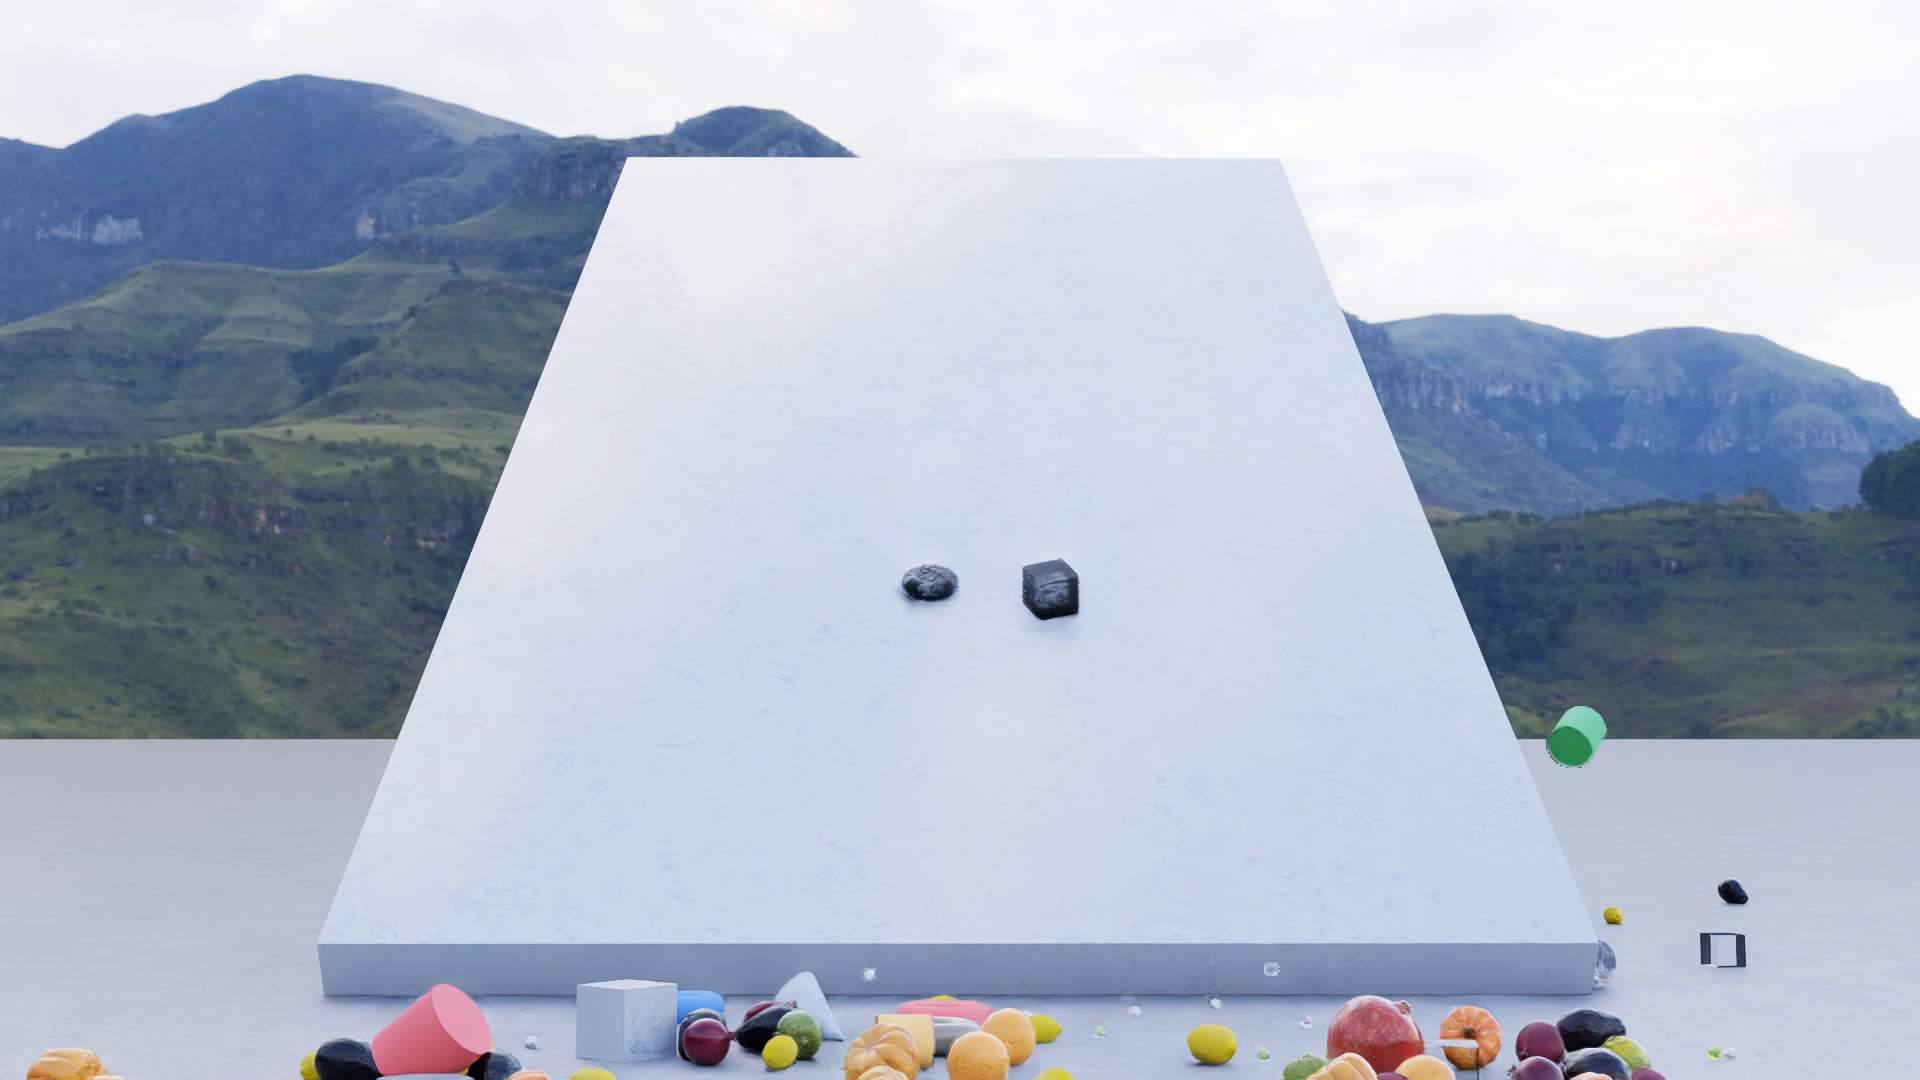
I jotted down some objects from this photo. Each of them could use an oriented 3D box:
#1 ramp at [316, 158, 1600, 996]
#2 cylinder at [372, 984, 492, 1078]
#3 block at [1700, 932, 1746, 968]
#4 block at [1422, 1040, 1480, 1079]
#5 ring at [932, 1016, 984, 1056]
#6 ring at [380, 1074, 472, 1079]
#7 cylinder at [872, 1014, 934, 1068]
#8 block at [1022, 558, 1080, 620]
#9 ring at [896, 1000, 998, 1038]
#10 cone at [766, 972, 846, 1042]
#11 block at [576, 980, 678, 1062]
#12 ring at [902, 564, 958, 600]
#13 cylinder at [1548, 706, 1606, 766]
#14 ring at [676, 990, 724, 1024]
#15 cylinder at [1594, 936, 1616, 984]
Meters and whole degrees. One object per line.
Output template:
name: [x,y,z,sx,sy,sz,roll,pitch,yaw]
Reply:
ramp: [-0.010,-0.227,5.500,2.000,0.100,4.000,0,27,0]
cylinder: [-0.587,0.559,2.633,0.093,0.093,0.093,-39,-14,11]
block: [1.355,0.728,4.206,0.056,0.056,0.056,1,-5,-12]
block: [0.558,0.603,2.692,0.060,0.060,0.060,-1,-5,10]
ring: [-0.031,0.644,3.076,0.123,0.041,0.123,1,-5,0]
ring: [-0.577,0.599,2.537,0.131,0.044,0.131,-1,-6,0]
cylinder: [-0.070,0.619,2.923,0.065,0.065,0.065,5,-5,-11]
block: [0.178,0.098,4.654,0.082,0.082,0.082,-11,29,-20]
ring: [-0.020,0.652,3.208,0.143,0.048,0.143,1,-5,0]
cone: [-0.191,0.652,3.199,0.100,0.100,0.100,28,10,30]
block: [-0.428,0.616,3.040,0.090,0.090,0.090,-4,-6,39]
ring: [-0.060,0.085,4.727,0.116,0.039,0.116,1,26,0]
cylinder: [1.196,0.380,4.590,0.086,0.086,0.086,-3,22,35]
ring: [-0.397,0.672,3.403,0.116,0.039,0.116,-1,-5,0]
cylinder: [1.020,0.691,3.879,0.077,0.077,0.077,2,-16,-24]
